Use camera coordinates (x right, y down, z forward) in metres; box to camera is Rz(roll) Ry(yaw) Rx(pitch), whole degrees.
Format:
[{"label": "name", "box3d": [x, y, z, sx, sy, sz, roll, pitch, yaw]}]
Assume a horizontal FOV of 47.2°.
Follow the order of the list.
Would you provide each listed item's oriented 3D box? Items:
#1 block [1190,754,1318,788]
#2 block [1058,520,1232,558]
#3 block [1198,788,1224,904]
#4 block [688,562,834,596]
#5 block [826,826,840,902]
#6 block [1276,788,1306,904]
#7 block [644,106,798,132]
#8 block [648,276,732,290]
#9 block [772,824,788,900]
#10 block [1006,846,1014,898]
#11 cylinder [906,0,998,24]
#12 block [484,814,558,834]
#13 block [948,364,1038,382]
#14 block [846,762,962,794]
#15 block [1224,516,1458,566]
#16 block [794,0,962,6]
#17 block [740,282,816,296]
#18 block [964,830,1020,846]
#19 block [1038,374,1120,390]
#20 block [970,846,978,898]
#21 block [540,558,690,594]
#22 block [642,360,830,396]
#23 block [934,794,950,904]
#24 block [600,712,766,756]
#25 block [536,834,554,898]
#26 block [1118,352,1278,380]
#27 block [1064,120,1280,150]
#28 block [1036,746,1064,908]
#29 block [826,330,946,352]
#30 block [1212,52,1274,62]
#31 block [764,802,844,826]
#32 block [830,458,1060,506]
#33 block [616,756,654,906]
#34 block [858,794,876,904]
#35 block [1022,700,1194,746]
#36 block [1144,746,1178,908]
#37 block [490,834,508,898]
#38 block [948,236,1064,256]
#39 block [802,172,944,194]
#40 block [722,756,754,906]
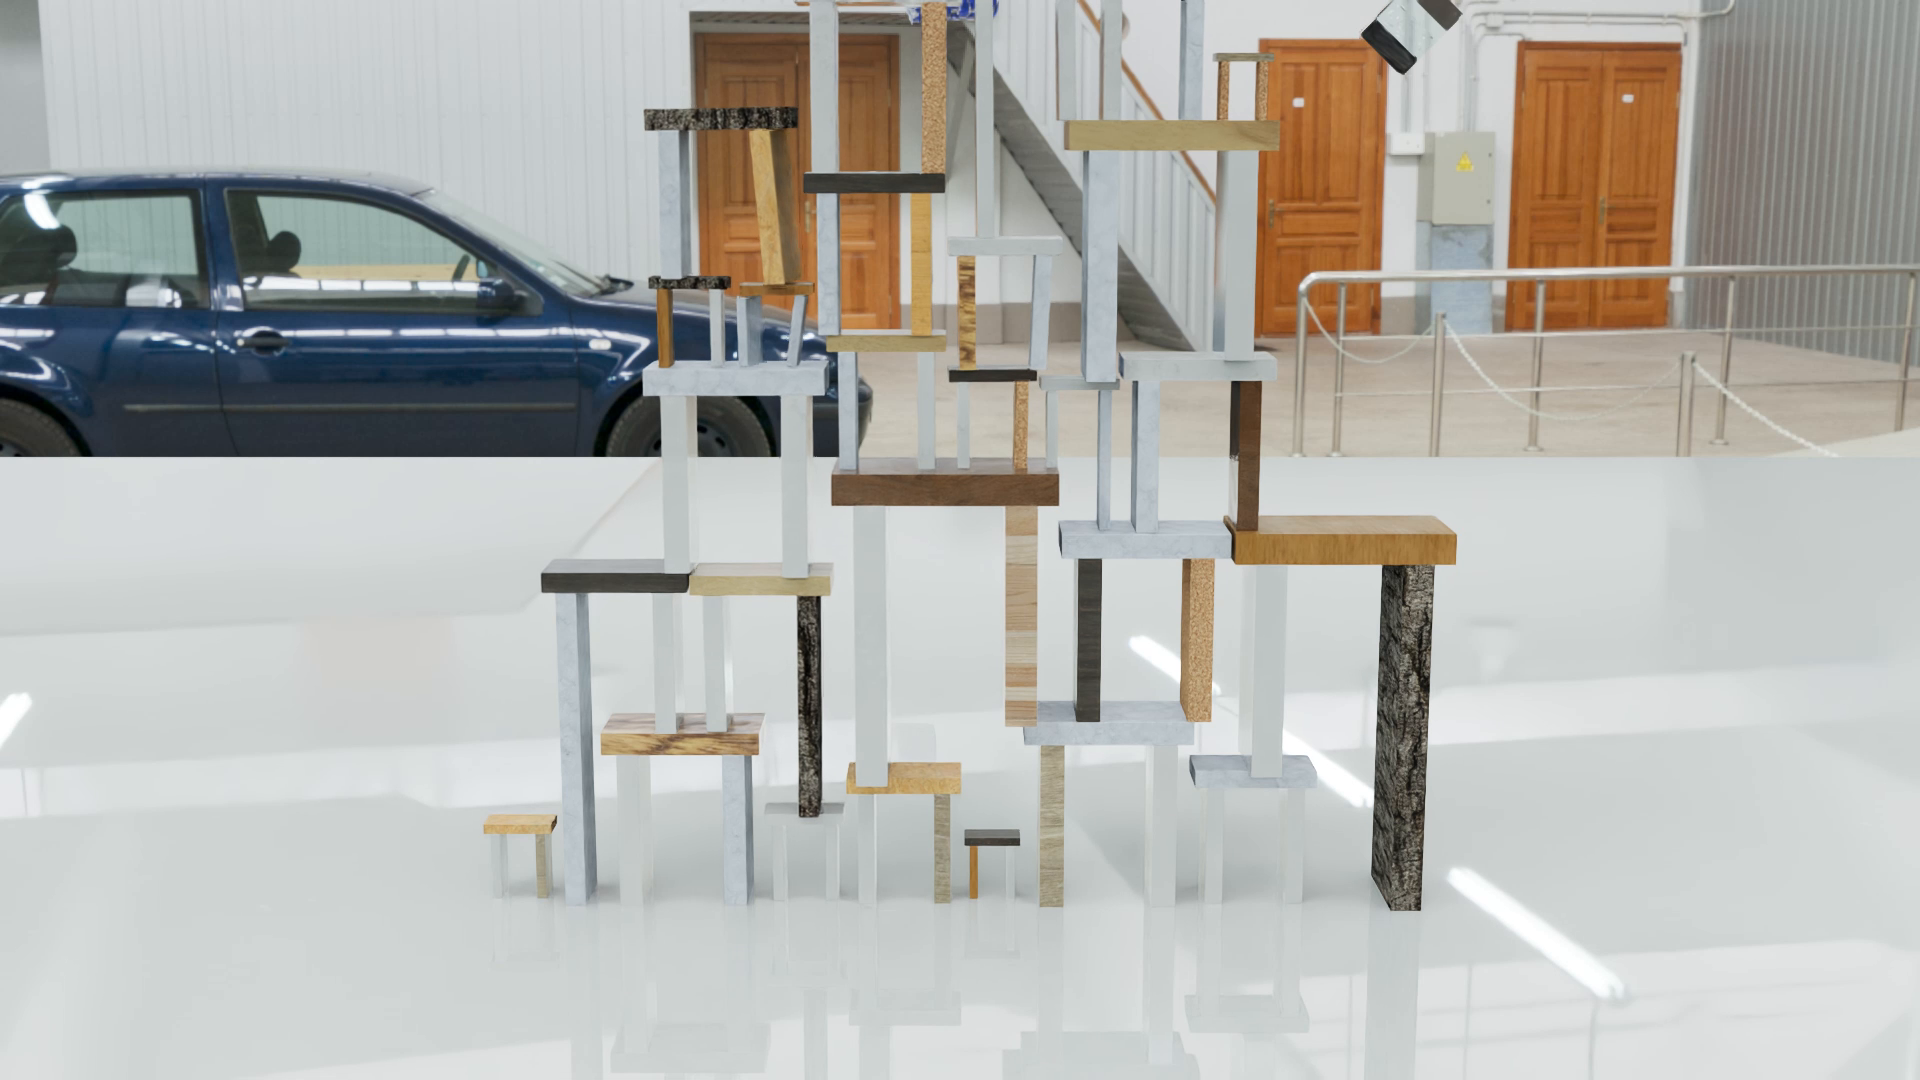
[{"label": "block", "box3d": [0.483, 0.382, 3.630, 0.198, 0.028, 0.099, 0, 11, 0]}, {"label": "block", "box3d": [0.297, -0.002, 3.560, 0.269, 0.038, 0.135, 0, 11, 0]}, {"label": "block", "box3d": [0.417, 0.493, 3.651, 0.028, 0.198, 0.099, 0, 11, 0]}, {"label": "block", "box3d": [-0.321, 0.063, 3.575, 0.226, 0.032, 0.113, 0, 11, 0]}, {"label": "block", "box3d": [-0.211, 0.526, 3.654, 0.018, 0.131, 0.065, 0, 11, 0]}, {"label": "block", "box3d": [0.549, 0.493, 3.651, 0.028, 0.198, 0.099, 0, 11, 0]}, {"label": "block", "box3d": [-0.372, -0.659, 3.444, 0.228, 0.032, 0.114, -1, 10, 2]}, {"label": "block", "box3d": [-0.428, -0.408, 3.484, 0.123, 0.017, 0.062, 0, 10, 1]}, {"label": "block", "box3d": [-0.300, 0.526, 3.654, 0.018, 0.131, 0.065, -1, 11, 0]}, {"label": "block", "box3d": [0.084, 0.545, 3.659, 0.013, 0.092, 0.046, 0, 11, 0]}, {"label": "cylinder", "box3d": [-0.027, -1.620, 6.342, 0.242, 0.242, 0.242, -5, 11, -8]}, {"label": "block", "box3d": [-0.730, 0.472, 3.652, 0.112, 0.016, 0.056, 0, 11, 0]}, {"label": "block", "box3d": [0.051, -0.266, 3.507, 0.139, 0.020, 0.069, -1, 11, -3]}, {"label": "block", "box3d": [-0.092, 0.393, 3.632, 0.187, 0.027, 0.094, 0, 11, 0]}, {"label": "block", "box3d": [0.611, -0.001, 3.564, 0.349, 0.049, 0.175, 0, 11, 0]}, {"label": "block", "box3d": [-0.126, -0.849, 3.409, 0.257, 0.036, 0.129, 0, 11, -1]}, {"label": "block", "box3d": [-0.288, -0.397, 3.480, 0.113, 0.016, 0.057, -1, 11, 1]}, {"label": "block", "box3d": [0.053, 0.494, 3.649, 0.092, 0.013, 0.046, 0, 11, 0]}, {"label": "block", "box3d": [0.190, -0.252, 3.512, 0.125, 0.018, 0.063, 0, 10, -2]}, {"label": "block", "box3d": [0.023, 0.545, 3.659, 0.013, 0.092, 0.046, 0, 11, 0]}, {"label": "block", "box3d": [-0.553, 0.058, 3.567, 0.232, 0.033, 0.116, 0, 11, 0]}, {"label": "block", "box3d": [-0.355, -0.259, 3.517, 0.284, 0.040, 0.142, 0, 11, 0]}, {"label": "block", "box3d": [-0.029, 0.498, 3.651, 0.027, 0.187, 0.094, 0, 11, 0]}, {"label": "block", "box3d": [-0.453, 0.319, 3.623, 0.257, 0.036, 0.128, 0, 11, 0]}, {"label": "block", "box3d": [-0.693, 0.534, 3.664, 0.016, 0.112, 0.056, 0, 11, 0]}, {"label": "block", "box3d": [0.377, -0.278, 3.512, 0.240, 0.034, 0.120, 0, 11, 0]}, {"label": "block", "box3d": [0.328, -0.634, 3.445, 0.322, 0.046, 0.161, 0, 11, 0]}, {"label": "block", "box3d": [0.150, 0.454, 3.647, 0.039, 0.275, 0.137, 0, 11, 0]}, {"label": "block", "box3d": [-0.116, -0.318, 3.502, 0.187, 0.027, 0.094, 0, 11, 0]}, {"label": "block", "box3d": [0.441, -0.751, 3.424, 0.090, 0.013, 0.045, 0, 11, -1]}, {"label": "block", "box3d": [-0.258, 0.453, 3.641, 0.131, 0.018, 0.065, 0, 11, 0]}, {"label": "block", "box3d": [-0.023, -0.095, 3.538, 0.358, 0.051, 0.179, 0, 11, 0]}, {"label": "block", "box3d": [-0.539, 0.463, 3.649, 0.036, 0.257, 0.128, 0, 11, 0]}, {"label": "block", "box3d": [-0.154, 0.498, 3.651, 0.027, 0.187, 0.094, 0, 11, 0]}, {"label": "block", "box3d": [0.241, 0.300, 3.618, 0.275, 0.039, 0.137, 0, 11, 0]}, {"label": "block", "box3d": [0.333, 0.454, 3.647, 0.039, 0.275, 0.137, 0, 11, 0]}, {"label": "block", "box3d": [-0.767, 0.534, 3.664, 0.016, 0.112, 0.056, 0, 11, 0]}, {"label": "block", "box3d": [0.070, -0.465, 3.471, 0.179, 0.025, 0.090, -1, 11, -1]}, {"label": "block", "box3d": [-0.134, -0.562, 3.459, 0.220, 0.031, 0.110, 0, 11, 0]}, {"label": "block", "box3d": [-0.368, 0.463, 3.649, 0.036, 0.257, 0.128, 0, 11, 0]}]
